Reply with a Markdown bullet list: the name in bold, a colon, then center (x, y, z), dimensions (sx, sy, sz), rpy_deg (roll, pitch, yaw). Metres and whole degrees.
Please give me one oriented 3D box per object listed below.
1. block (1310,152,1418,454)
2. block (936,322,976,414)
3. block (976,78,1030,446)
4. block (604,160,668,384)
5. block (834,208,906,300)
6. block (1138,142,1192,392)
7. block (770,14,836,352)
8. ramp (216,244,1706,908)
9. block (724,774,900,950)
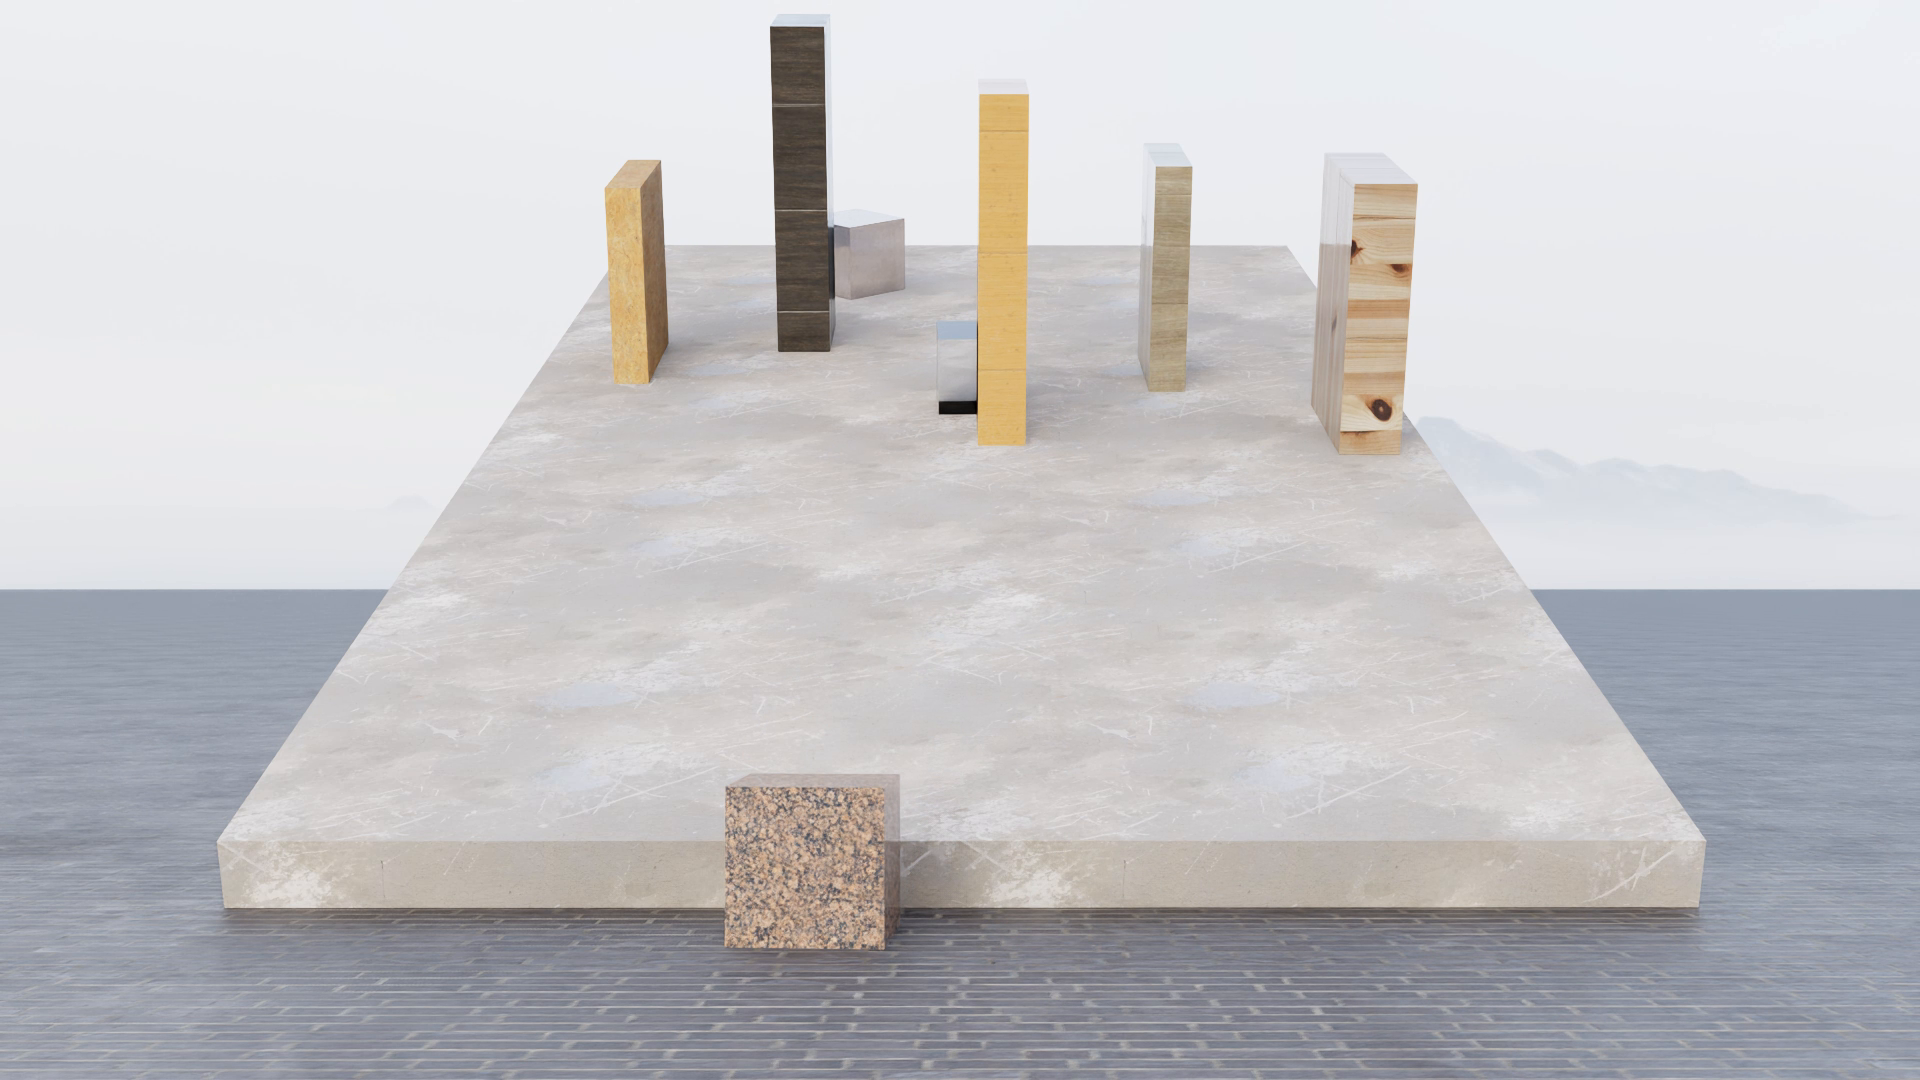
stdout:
- **block**: center (0.860, -0.513, 4.822), dimensions (0.128, 0.571, 0.393), rpy_deg (0, 19, 0)
- **block**: center (0.036, -0.389, 5.072), dimensions (0.172, 0.172, 0.172), rpy_deg (-1, 19, -2)
- **block**: center (0.088, -0.590, 4.783), dimensions (0.101, 0.740, 0.242), rpy_deg (0, 19, 0)
- **block**: center (-0.769, -0.647, 5.380), dimensions (0.081, 0.459, 0.397), rpy_deg (0, 19, 0)
- **block**: center (-0.292, -0.789, 6.198), dimensions (0.199, 0.199, 0.199), rpy_deg (-17, 25, -40)
- **block**: center (0.478, -0.644, 5.278), dimensions (0.084, 0.521, 0.334), rpy_deg (0, 19, 0)
- **block**: center (-0.385, -0.883, 5.561), dimensions (0.129, 0.788, 0.282), rpy_deg (0, 19, 0)
- **ramp**: center (-0.004, -0.196, 4.929), dimensions (2.000, 0.100, 4.000), rpy_deg (0, 19, 0)
- **block**: center (-0.181, 0.397, 2.812), dimensions (0.194, 0.194, 0.194), rpy_deg (0, -1, 4)
